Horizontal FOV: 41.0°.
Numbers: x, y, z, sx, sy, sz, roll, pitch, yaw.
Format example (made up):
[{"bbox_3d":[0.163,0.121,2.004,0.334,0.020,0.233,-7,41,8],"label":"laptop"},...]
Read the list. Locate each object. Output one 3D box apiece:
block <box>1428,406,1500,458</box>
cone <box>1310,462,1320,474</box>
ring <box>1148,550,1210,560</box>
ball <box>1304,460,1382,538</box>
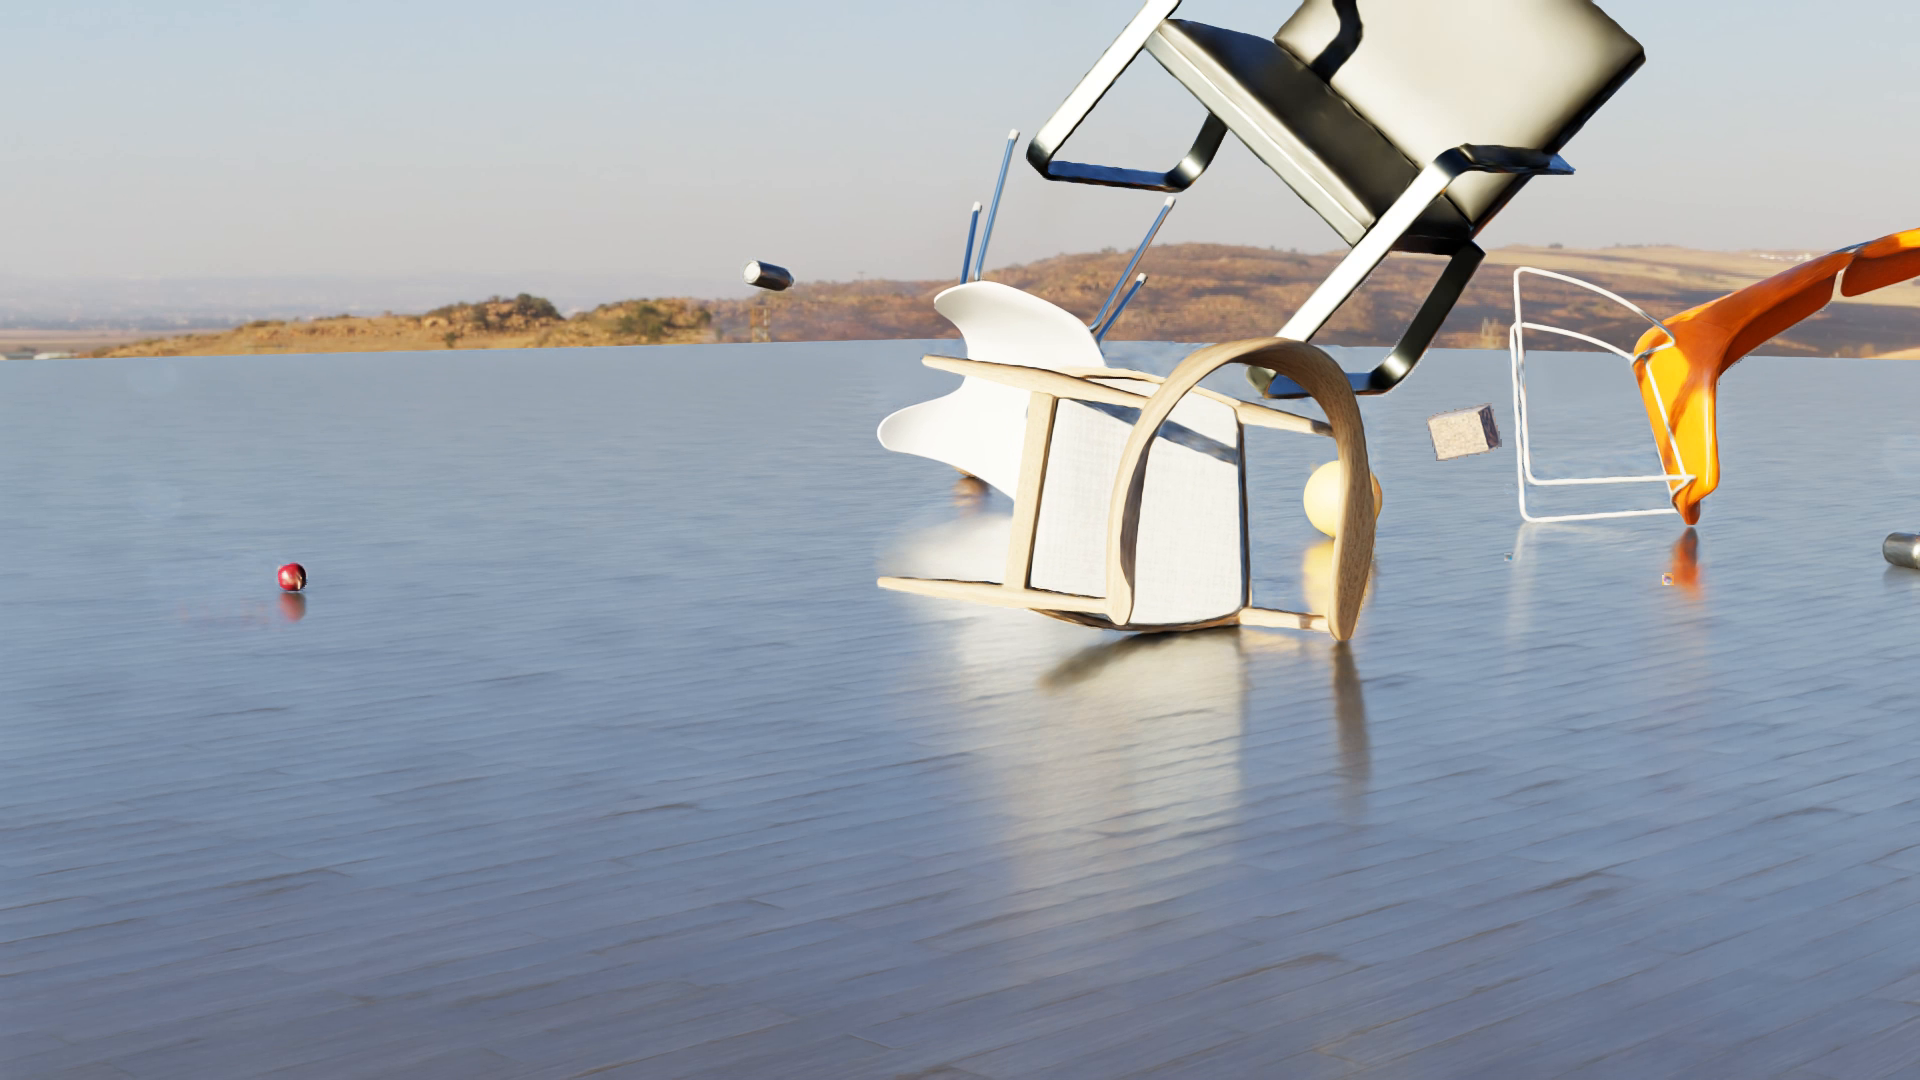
[{"bbox_3d":[1.377,-0.294,7.008,0.154,0.109,0.069,-11,9,41],"label":"block"},{"bbox_3d":[1.057,-0.169,7.330,0.086,0.135,0.085,-13,-12,6],"label":"cone"},{"bbox_3d":[0.510,0.034,5.990,0.148,0.018,0.075,2,7,13],"label":"ring"},{"bbox_3d":[0.963,-0.103,6.450,0.197,0.197,0.197,0,6,0],"label":"ball"}]
